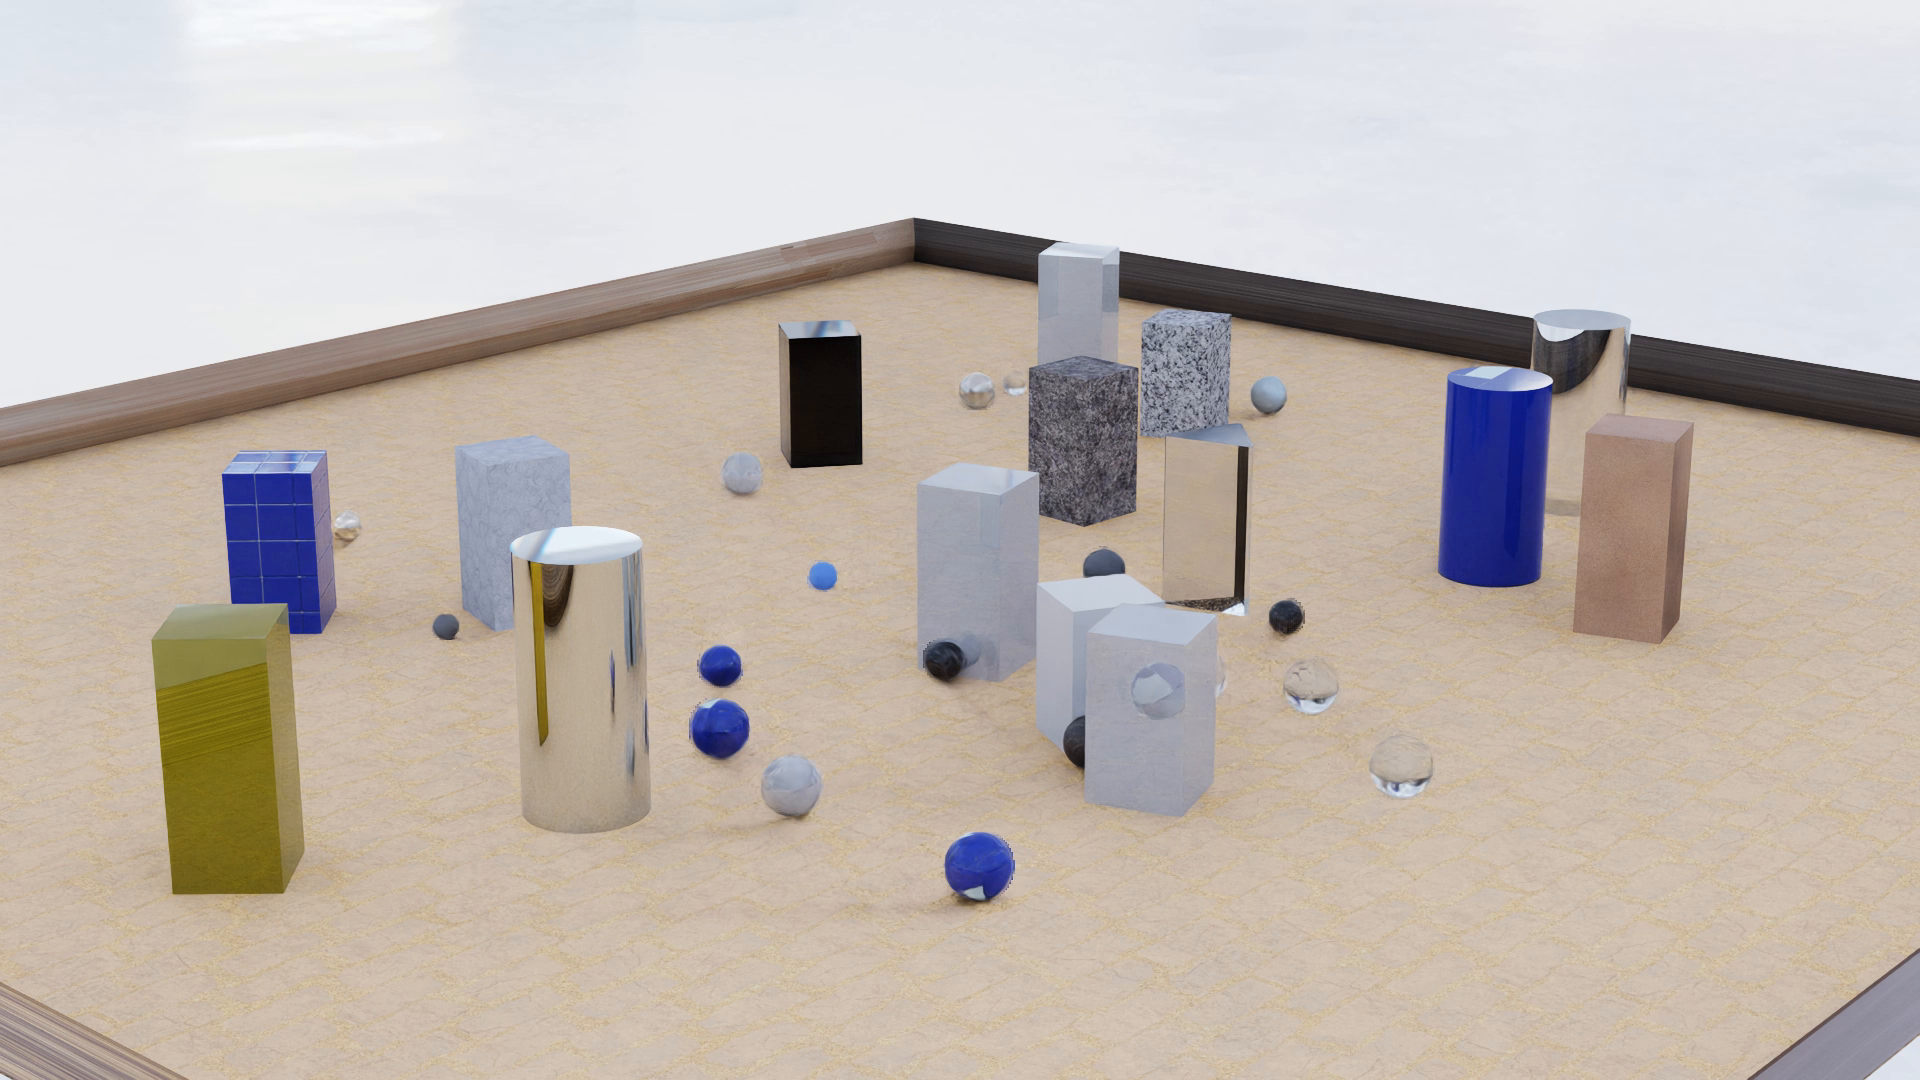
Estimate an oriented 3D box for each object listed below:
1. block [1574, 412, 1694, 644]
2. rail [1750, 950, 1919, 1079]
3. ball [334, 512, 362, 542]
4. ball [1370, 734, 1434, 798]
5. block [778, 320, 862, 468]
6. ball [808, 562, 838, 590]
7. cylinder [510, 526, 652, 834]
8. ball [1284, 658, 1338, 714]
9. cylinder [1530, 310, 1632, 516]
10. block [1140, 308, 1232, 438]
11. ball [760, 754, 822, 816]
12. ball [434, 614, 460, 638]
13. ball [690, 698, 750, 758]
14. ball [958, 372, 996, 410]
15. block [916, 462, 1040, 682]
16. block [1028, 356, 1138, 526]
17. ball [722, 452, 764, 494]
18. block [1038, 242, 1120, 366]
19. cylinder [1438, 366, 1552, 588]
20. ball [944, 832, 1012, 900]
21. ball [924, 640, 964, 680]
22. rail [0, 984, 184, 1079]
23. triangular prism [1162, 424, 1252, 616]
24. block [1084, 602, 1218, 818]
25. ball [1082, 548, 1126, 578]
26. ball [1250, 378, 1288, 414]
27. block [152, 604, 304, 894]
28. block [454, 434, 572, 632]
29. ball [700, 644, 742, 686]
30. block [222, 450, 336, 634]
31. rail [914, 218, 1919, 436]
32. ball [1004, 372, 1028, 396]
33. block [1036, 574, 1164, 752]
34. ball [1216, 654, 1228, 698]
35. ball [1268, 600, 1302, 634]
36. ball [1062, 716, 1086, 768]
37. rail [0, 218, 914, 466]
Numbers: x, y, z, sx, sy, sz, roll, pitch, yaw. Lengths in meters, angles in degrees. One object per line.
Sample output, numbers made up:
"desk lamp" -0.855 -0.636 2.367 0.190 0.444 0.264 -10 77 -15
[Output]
"block" 1.125 -0.021 4.900 0.146 0.345 0.146 8 19 24
"rail" 1.488 0.404 3.885 0.045 0.119 4.214 14 22 39
"ball" -1.131 -0.024 5.417 0.052 0.052 0.052 0 17 0
"ball" 0.633 0.324 4.200 0.091 0.091 0.091 0 17 0
"block" -0.283 -0.297 5.947 0.146 0.268 0.146 -3 17 -11
"ball" -0.239 0.063 5.131 0.051 0.051 0.051 0 17 0
"cylinder" -0.530 0.195 4.109 0.183 0.392 0.183 0 17 0
"ball" 0.543 0.226 4.533 0.086 0.086 0.086 0 17 0
"cylinder" 1.179 -0.244 5.607 0.183 0.363 0.183 0 17 0
"block" 0.474 -0.346 6.152 0.146 0.243 0.146 7 18 22
"ball" -0.238 0.346 4.135 0.087 0.087 0.087 0 17 0
"ball" -0.855 0.143 4.880 0.043 0.043 0.043 0 17 0
"ball" -0.356 0.279 4.351 0.089 0.089 0.089 0 17 0
"ball" 0.037 -0.323 6.354 0.081 0.081 0.081 0 17 0
"block" 0.030 0.050 4.724 0.146 0.311 0.146 8 19 25
"block" 0.233 -0.190 5.567 0.146 0.282 0.146 16 23 43
"ball" -0.424 -0.130 5.716 0.082 0.082 0.082 0 17 0
"block" 0.265 -0.499 6.553 0.146 0.302 0.146 5 18 17
"cylinder" 0.945 -0.113 5.186 0.183 0.356 0.183 0 17 0
"ball" 0.024 0.429 3.856 0.090 0.090 0.090 0 17 0
"ball" -0.025 0.192 4.672 0.063 0.063 0.063 0 17 0
"rail" -1.366 0.486 3.616 3.990 0.119 0.045 14 22 39
"triangular prism" 0.451 -0.042 5.051 0.158 0.298 0.137 9 19 26
"block" 0.273 0.241 4.189 0.146 0.257 0.146 7 18 22
"ball" 0.252 0.054 5.119 0.076 0.076 0.076 0 17 0
"ball" 0.666 -0.312 6.320 0.079 0.079 0.079 0 17 0
"block" -0.970 0.277 3.899 0.146 0.356 0.146 0 17 -1
"block" -0.754 -0.013 4.971 0.146 0.289 0.146 -10 19 -29
"ball" -0.380 0.199 4.653 0.067 0.067 0.067 0 17 0
"block" -1.144 0.003 4.936 0.146 0.279 0.146 0 17 -2
"rail" 1.366 -0.426 6.627 3.990 0.119 0.045 14 22 39
"ball" 0.122 -0.346 6.476 0.054 0.054 0.054 0 17 0
"block" 0.209 0.188 4.408 0.146 0.231 0.146 -6 18 -19
"ball" 0.376 0.211 4.583 0.085 0.085 0.085 0 17 0
"ball" 0.544 0.128 4.904 0.058 0.058 0.058 0 17 0
"ball" 0.191 0.297 4.308 0.081 0.081 0.081 0 17 0
"rail" -1.488 -0.345 6.358 0.045 0.119 4.214 14 22 39
